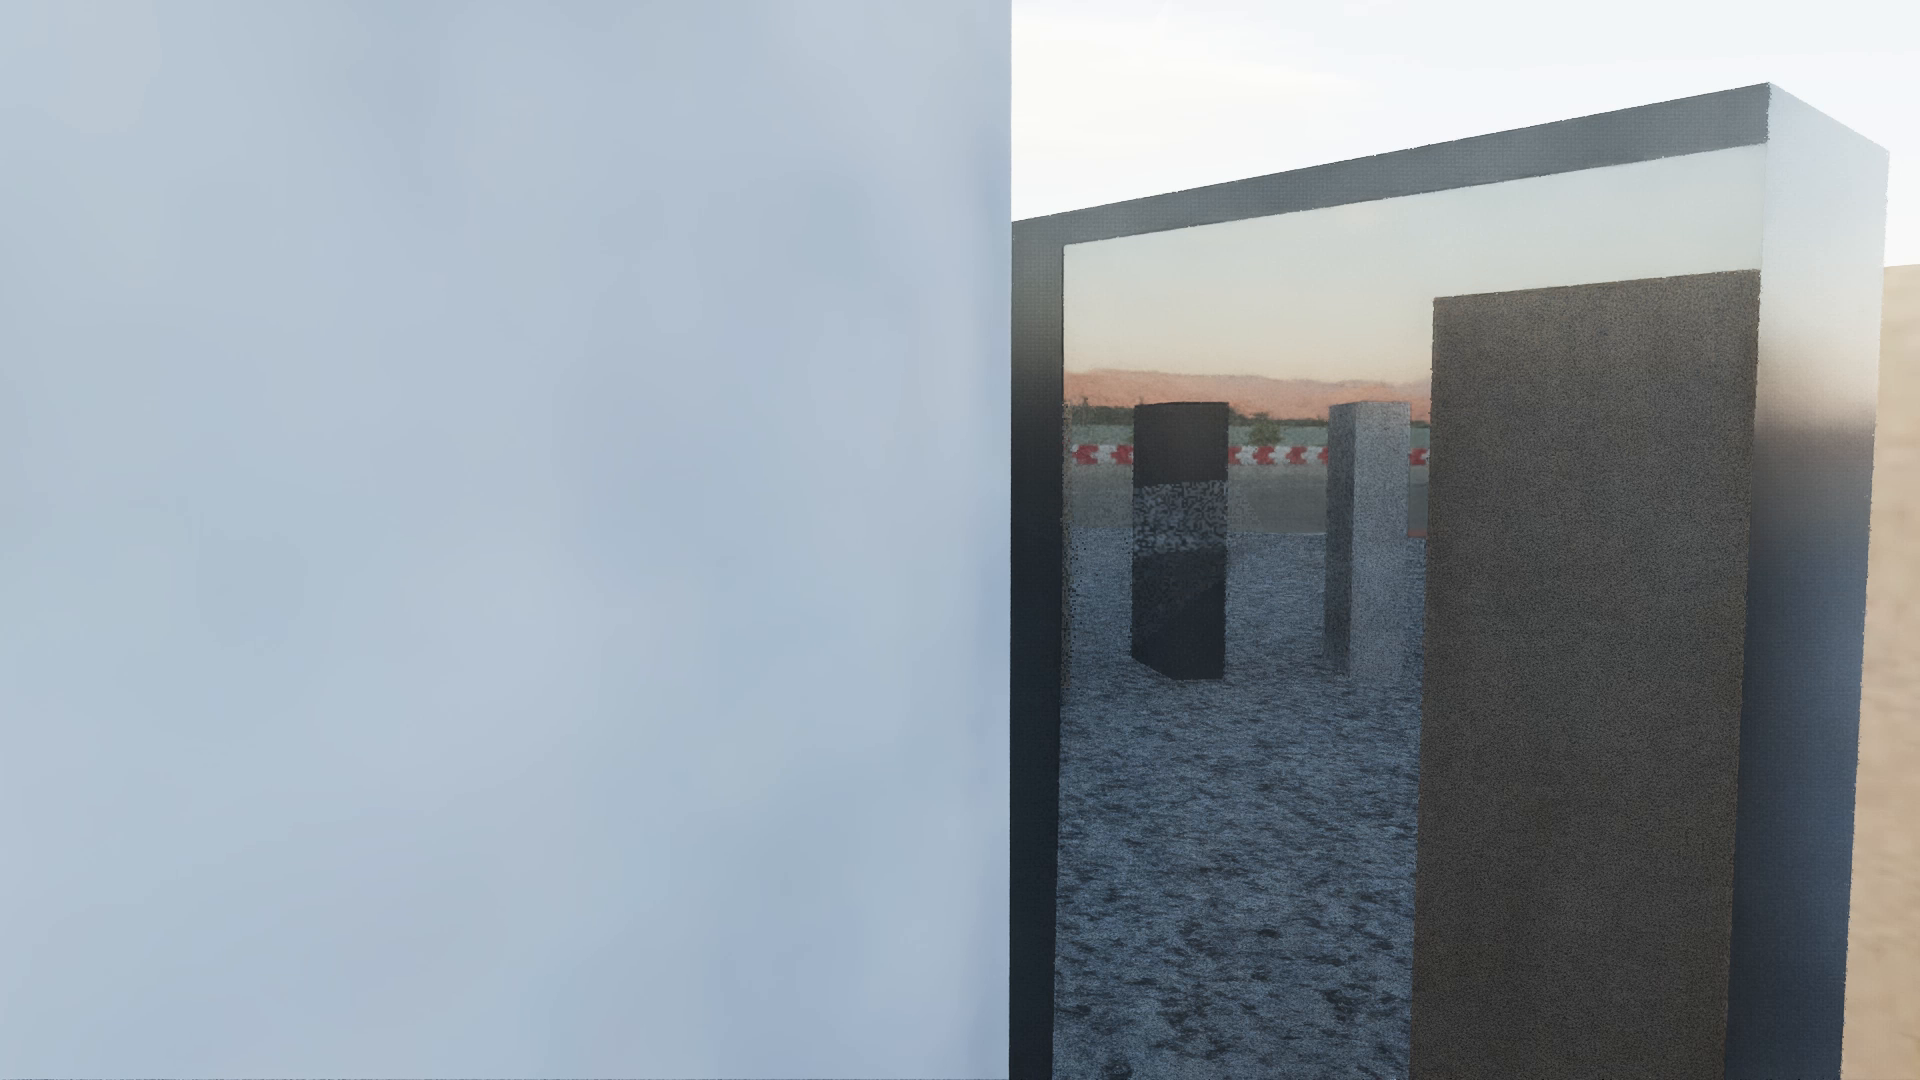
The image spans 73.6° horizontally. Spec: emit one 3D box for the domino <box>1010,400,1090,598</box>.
[{"bbox_3d":[0.011,0.000,0.233,0.010,0.050,0.025,-3,5,-36],"label":"domino"}]

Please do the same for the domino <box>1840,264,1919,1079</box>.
[{"bbox_3d":[0.039,0.013,0.064,0.010,0.050,0.025,-4,6,-40],"label":"domino"}]

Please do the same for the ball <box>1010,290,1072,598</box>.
[{"bbox_3d":[-0.023,-0.013,0.200,0.080,0.080,0.080,0,4,0],"label":"ball"}]

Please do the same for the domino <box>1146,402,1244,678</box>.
[{"bbox_3d":[0.044,-0.001,0.245,0.009,0.050,0.025,-1,4,-10],"label":"domino"}]

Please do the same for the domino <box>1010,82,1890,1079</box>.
[{"bbox_3d":[0.012,0.014,0.041,0.010,0.050,0.025,-4,6,-42],"label":"domino"}]

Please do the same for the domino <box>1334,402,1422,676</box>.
[{"bbox_3d":[0.080,-0.001,0.246,0.009,0.050,0.025,0,4,5],"label":"domino"}]

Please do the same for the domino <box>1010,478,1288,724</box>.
[{"bbox_3d":[0.019,0.010,0.178,0.025,0.010,0.050,-6,-29,-39],"label":"domino"}]

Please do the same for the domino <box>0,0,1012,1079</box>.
[{"bbox_3d":[-0.012,0.016,0.015,0.025,0.050,0.010,3,5,36],"label":"domino"}]
